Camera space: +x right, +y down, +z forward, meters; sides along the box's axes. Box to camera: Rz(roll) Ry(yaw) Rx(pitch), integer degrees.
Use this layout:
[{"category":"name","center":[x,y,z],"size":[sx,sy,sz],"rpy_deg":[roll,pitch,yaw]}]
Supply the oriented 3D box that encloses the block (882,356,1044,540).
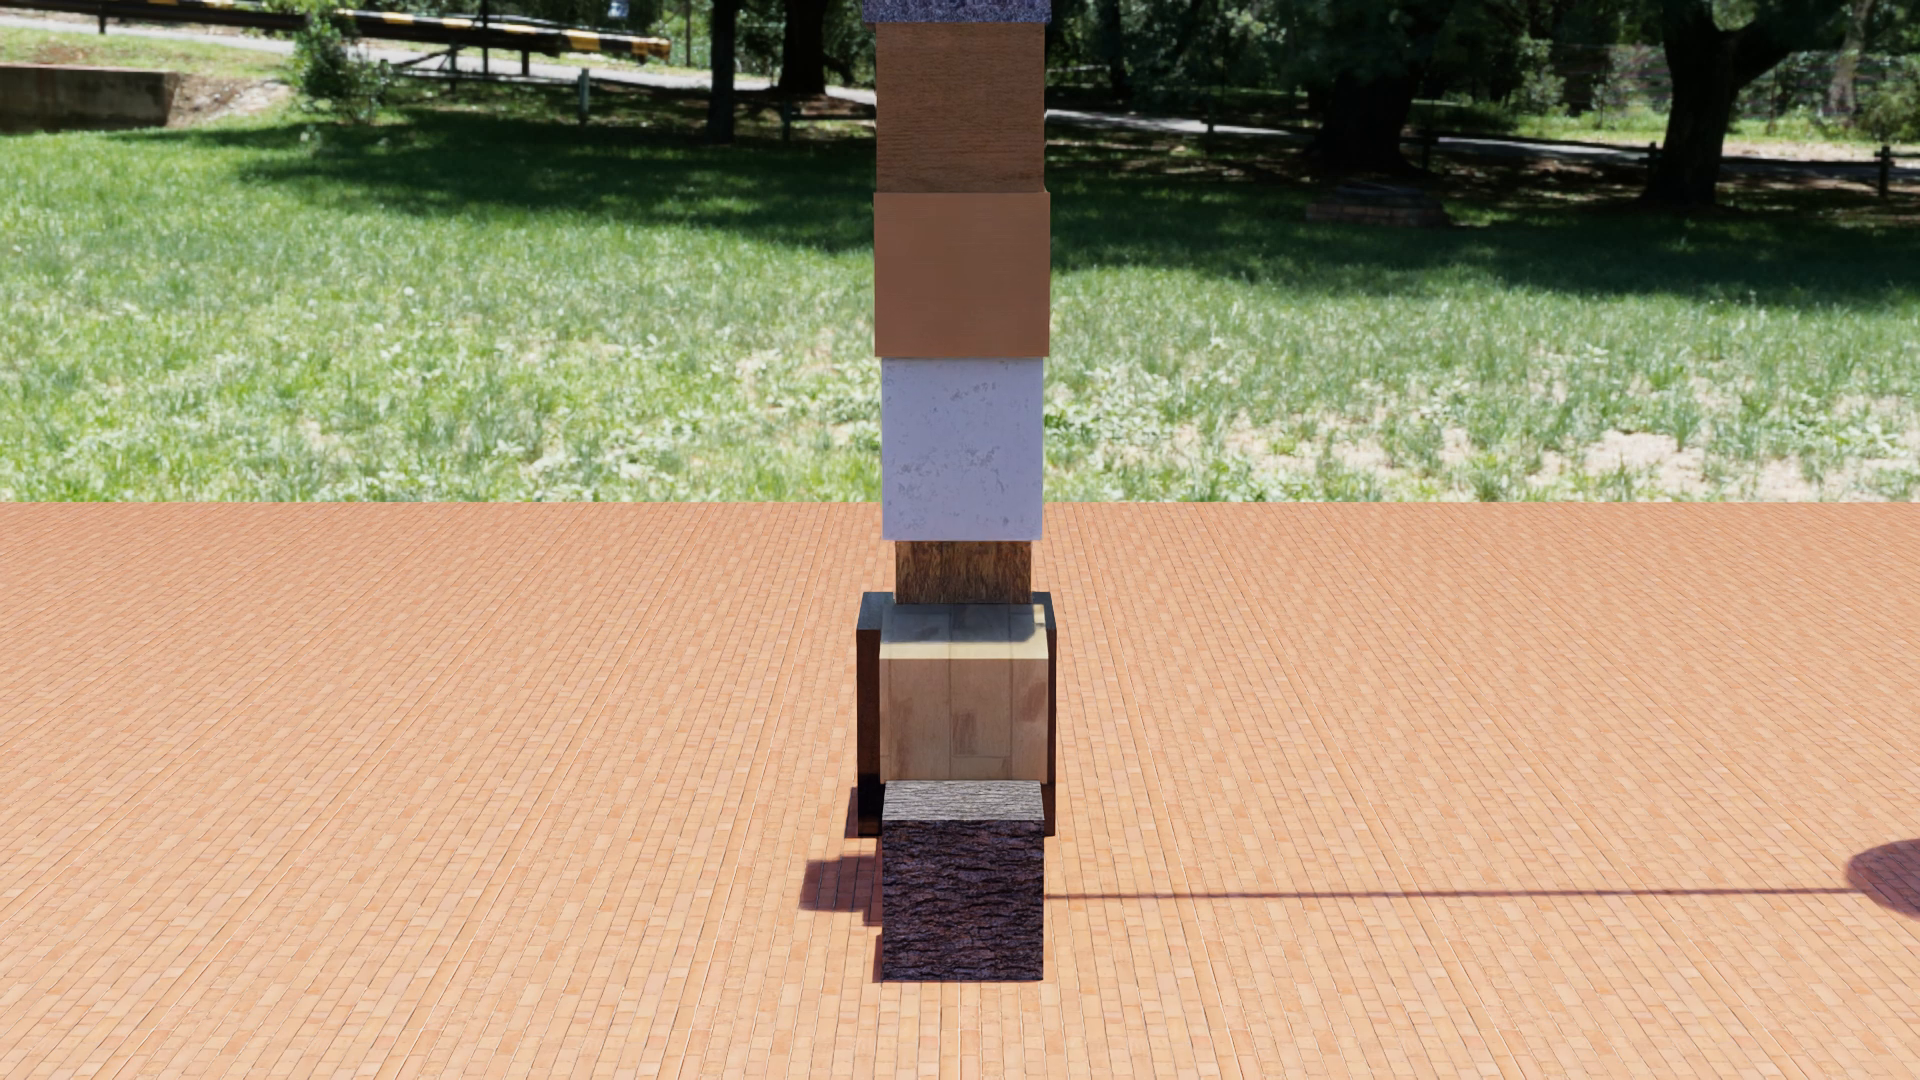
[{"category":"block","center":[0.010,-0.432,11.004],"size":[0.670,0.770,0.719],"rpy_deg":[0,9,0]}]

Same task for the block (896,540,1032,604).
[{"category":"block","center":[0.015,0.187,11.515],"size":[0.591,0.616,0.610],"rpy_deg":[0,21,0]}]

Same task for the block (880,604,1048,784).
[{"category":"block","center":[0.016,0.648,10.945],"size":[0.695,0.555,0.687],"rpy_deg":[0,18,0]}]

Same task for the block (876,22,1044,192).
[{"category":"block","center":[0.001,-1.812,10.797],"size":[0.685,0.686,0.698],"rpy_deg":[0,9,0]}]

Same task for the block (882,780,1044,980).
[{"category":"block","center":[0.013,1.356,10.284],"size":[0.629,0.653,0.563],"rpy_deg":[0,10,0]}]

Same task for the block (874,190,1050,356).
[{"category":"block","center":[0.009,-1.143,10.897],"size":[0.720,0.667,0.813],"rpy_deg":[0,9,0]}]

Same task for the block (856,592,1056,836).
[{"category":"block","center":[-0.016,0.818,12.313],"size":[0.923,0.985,0.877],"rpy_deg":[0,10,0]}]

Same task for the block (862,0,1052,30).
[{"category":"block","center":[-0.012,-2.493,10.694],"size":[0.767,0.693,0.698],"rpy_deg":[0,9,0]}]
